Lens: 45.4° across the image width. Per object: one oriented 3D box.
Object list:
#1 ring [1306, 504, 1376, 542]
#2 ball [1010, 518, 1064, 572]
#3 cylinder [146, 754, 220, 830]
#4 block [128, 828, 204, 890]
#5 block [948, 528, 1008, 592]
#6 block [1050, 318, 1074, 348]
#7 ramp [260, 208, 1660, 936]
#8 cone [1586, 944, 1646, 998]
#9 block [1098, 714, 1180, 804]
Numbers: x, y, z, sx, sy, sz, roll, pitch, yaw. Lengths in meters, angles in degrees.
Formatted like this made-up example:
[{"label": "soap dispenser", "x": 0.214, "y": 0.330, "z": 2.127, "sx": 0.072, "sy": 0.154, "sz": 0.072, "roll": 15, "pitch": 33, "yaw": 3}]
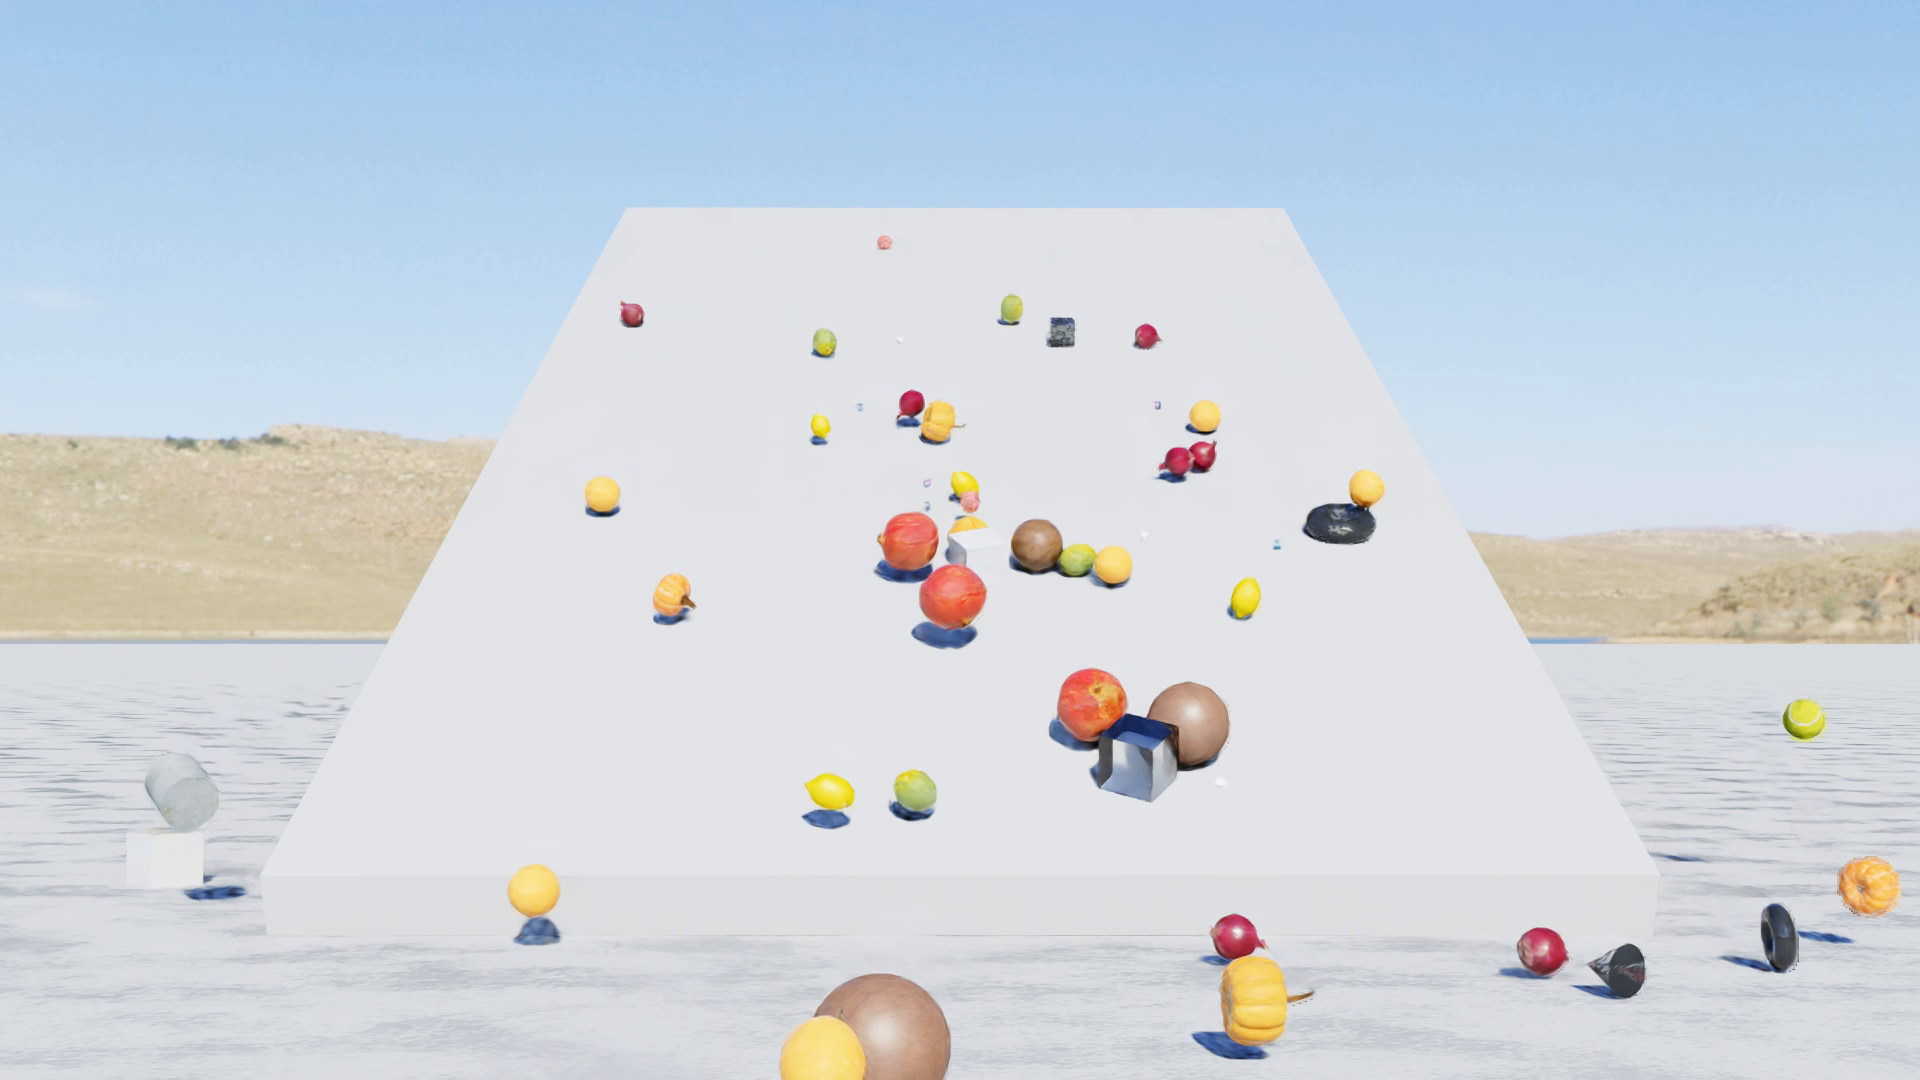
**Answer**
[{"label": "ring", "x": 0.746, "y": -0.033, "z": 4.492, "sx": 0.139, "sy": 0.046, "sz": 0.139, "roll": 0, "pitch": 22, "yaw": 0}, {"label": "ball", "x": 0.145, "y": 0.009, "z": 4.312, "sx": 0.100, "sy": 0.100, "sz": 0.100, "roll": 0, "pitch": -2, "yaw": 0}, {"label": "cylinder", "x": -1.213, "y": 0.391, "z": 3.580, "sx": 0.090, "sy": 0.090, "sz": 0.090, "roll": 2, "pitch": 18, "yaw": -36}, {"label": "block", "x": -1.383, "y": 0.554, "z": 3.993, "sx": 0.092, "sy": 0.092, "sz": 0.092, "roll": -2, "pitch": -3, "yaw": 45}, {"label": "block", "x": 0.034, "y": 0.036, "z": 4.263, "sx": 0.085, "sy": 0.085, "sz": 0.085, "roll": -9, "pitch": 24, "yaw": -22}, {"label": "block", "x": 0.252, "y": -0.510, "z": 5.661, "sx": 0.059, "sy": 0.059, "sz": 0.059, "roll": 0, "pitch": 22, "yaw": 0}, {"label": "ramp", "x": -0.006, "y": -0.220, "z": 5.150, "sx": 2.000, "sy": 0.100, "sz": 4.000, "roll": 0, "pitch": 22, "yaw": 0}, {"label": "cone", "x": 0.778, "y": 0.515, "z": 2.763, "sx": 0.065, "sy": 0.065, "sz": 0.065, "roll": 2, "pitch": -2, "yaw": -32}, {"label": "block", "x": 0.274, "y": 0.333, "z": 3.517, "sx": 0.091, "sy": 0.091, "sz": 0.091, "roll": 12, "pitch": 25, "yaw": 28}]
